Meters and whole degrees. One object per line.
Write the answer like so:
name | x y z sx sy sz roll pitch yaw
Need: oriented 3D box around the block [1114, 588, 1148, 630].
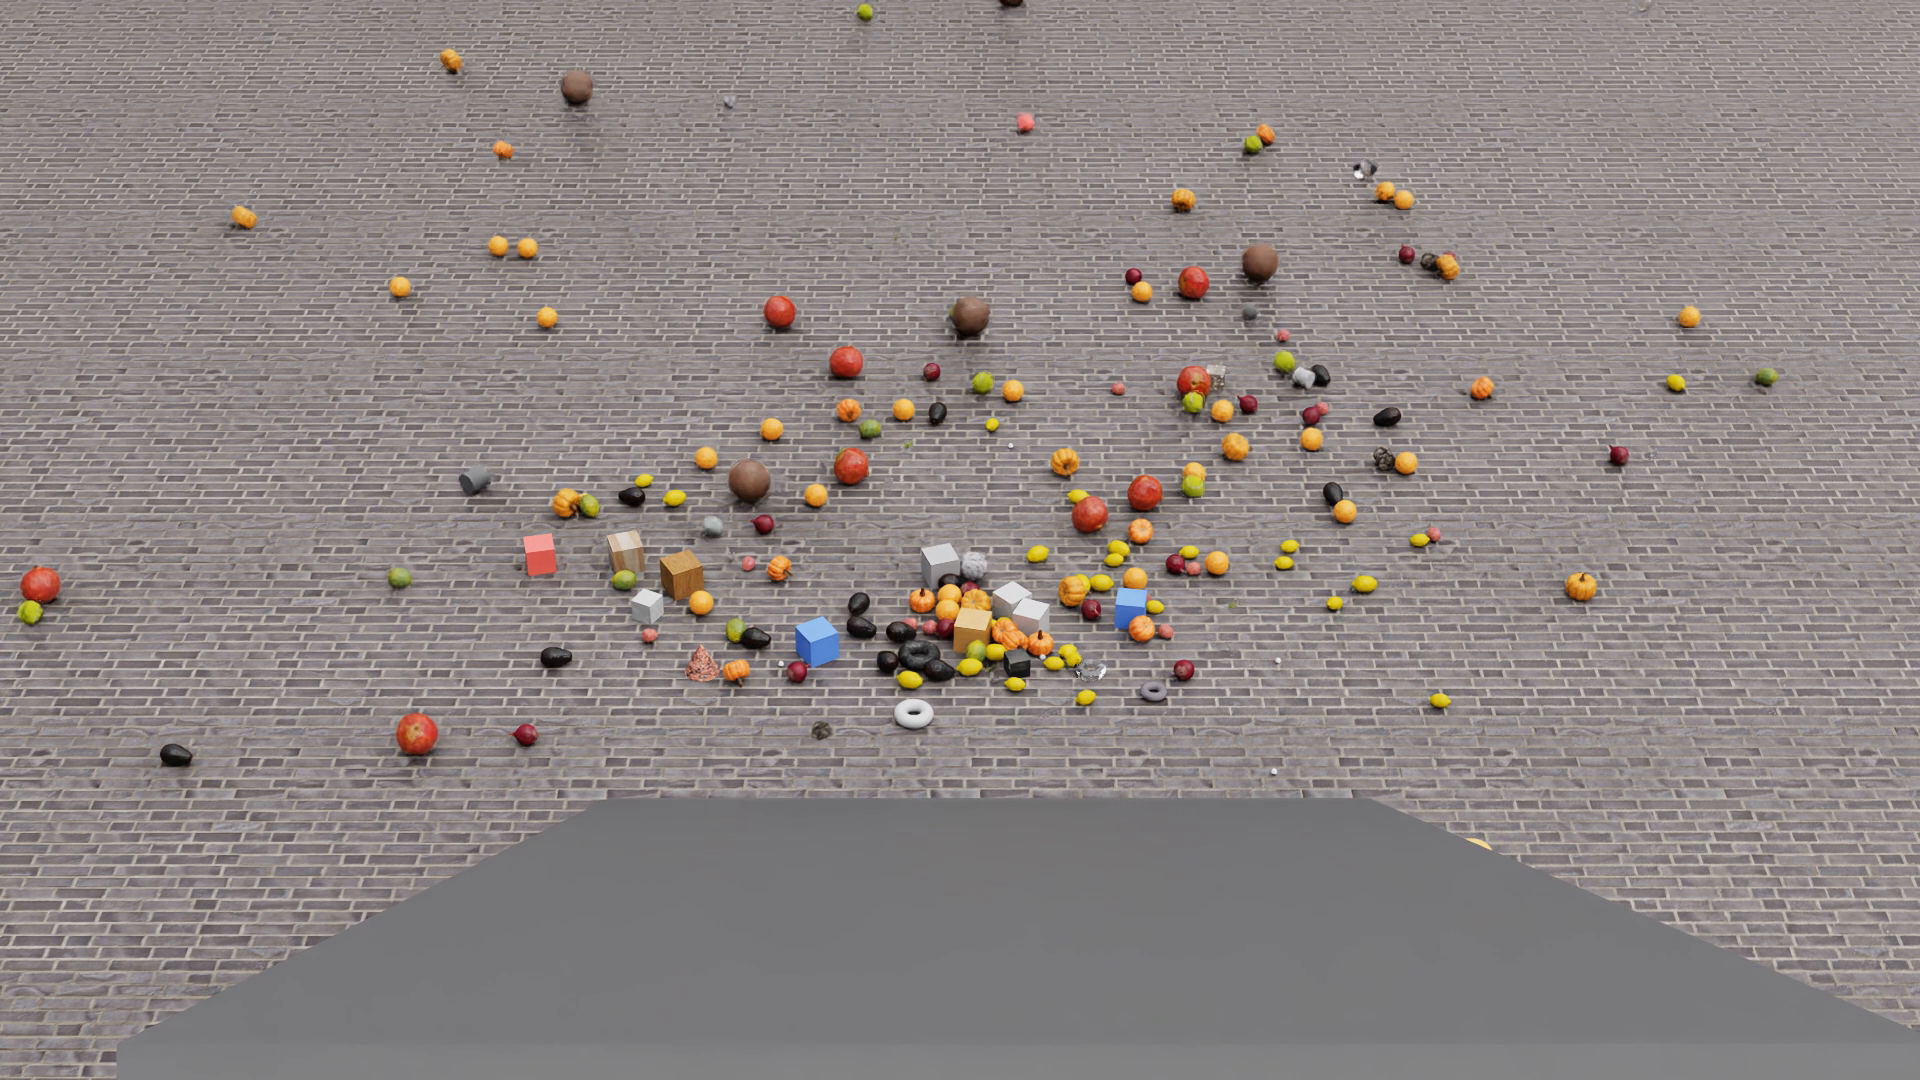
block | 0.499 0.201 7.584 0.084 0.084 0.084 5 35 7

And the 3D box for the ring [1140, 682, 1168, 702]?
ring | 0.546 0.426 7.315 0.078 0.026 0.078 1 35 -1

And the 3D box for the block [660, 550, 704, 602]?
block | -0.825 0.104 7.712 0.096 0.096 0.096 -18 39 -24

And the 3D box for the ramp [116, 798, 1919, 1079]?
ramp | 0.077 0.665 4.838 2.000 0.100 4.000 0 -2 0

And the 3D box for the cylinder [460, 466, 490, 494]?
cylinder | -1.522 -0.189 8.153 0.069 0.069 0.069 26 43 32

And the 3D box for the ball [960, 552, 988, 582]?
ball | 0.038 0.080 7.755 0.088 0.088 0.088 0 35 0

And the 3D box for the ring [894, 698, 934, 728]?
ring | -0.129 0.483 7.225 0.111 0.037 0.111 1 34 -1

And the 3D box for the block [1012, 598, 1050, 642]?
block | 0.206 0.233 7.541 0.083 0.083 0.083 14 37 19

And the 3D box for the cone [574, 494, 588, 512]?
cone | -1.168 -0.108 8.078 0.053 0.053 0.053 -23 76 -29

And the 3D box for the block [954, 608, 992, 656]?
block | 0.038 0.264 7.488 0.092 0.092 0.092 8 36 11

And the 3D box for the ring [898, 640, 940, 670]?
ring | -0.117 0.330 7.439 0.123 0.041 0.123 0 34 0

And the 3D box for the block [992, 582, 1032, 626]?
block | 0.153 0.187 7.607 0.082 0.082 0.082 -27 43 -33

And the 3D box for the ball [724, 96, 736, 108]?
ball | -0.921 -1.754 10.398 0.050 0.050 0.050 0 35 0

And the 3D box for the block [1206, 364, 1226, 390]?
block | 0.853 -0.542 8.663 0.060 0.060 0.060 5 35 7

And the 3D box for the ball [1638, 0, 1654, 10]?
ball | 2.948 -2.310 11.175 0.066 0.066 0.066 0 35 0

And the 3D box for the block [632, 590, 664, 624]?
block | -0.915 0.196 7.608 0.066 0.066 0.066 17 39 23

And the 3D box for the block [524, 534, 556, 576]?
block | -1.262 0.044 7.808 0.085 0.085 0.085 -8 36 -11

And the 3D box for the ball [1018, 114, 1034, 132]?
ball | 0.259 -1.642 10.223 0.067 0.067 0.067 0 35 0

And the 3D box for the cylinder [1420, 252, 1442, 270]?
cylinder | 1.690 -1.001 9.322 0.054 0.054 0.054 23 41 29

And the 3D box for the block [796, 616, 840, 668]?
block | -0.409 0.293 7.448 0.091 0.091 0.091 -20 40 -25

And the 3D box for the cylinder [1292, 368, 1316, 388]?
cylinder | 1.147 -0.541 8.666 0.055 0.055 0.055 27 43 33

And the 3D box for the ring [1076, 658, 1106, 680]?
ring | 0.373 0.367 7.397 0.087 0.029 0.087 -1 36 1

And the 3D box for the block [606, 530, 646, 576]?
block | -1.004 0.040 7.807 0.091 0.091 0.091 -11 36 -15

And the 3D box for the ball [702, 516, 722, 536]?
ball | -0.759 -0.043 7.953 0.061 0.061 0.061 0 35 0

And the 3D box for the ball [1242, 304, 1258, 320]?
ball | 1.009 -0.793 9.026 0.054 0.054 0.054 0 35 0

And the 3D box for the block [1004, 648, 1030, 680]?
block | 0.162 0.352 7.391 0.060 0.060 0.060 -10 36 -14

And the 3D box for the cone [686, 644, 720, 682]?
cone | -0.735 0.333 7.384 0.099 0.099 0.099 0 35 0

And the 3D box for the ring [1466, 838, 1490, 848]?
ring | 1.333 0.817 6.752 0.105 0.035 0.105 -1 36 1

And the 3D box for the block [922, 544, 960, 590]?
block | -0.058 0.078 7.755 0.090 0.090 0.090 -11 37 -16
